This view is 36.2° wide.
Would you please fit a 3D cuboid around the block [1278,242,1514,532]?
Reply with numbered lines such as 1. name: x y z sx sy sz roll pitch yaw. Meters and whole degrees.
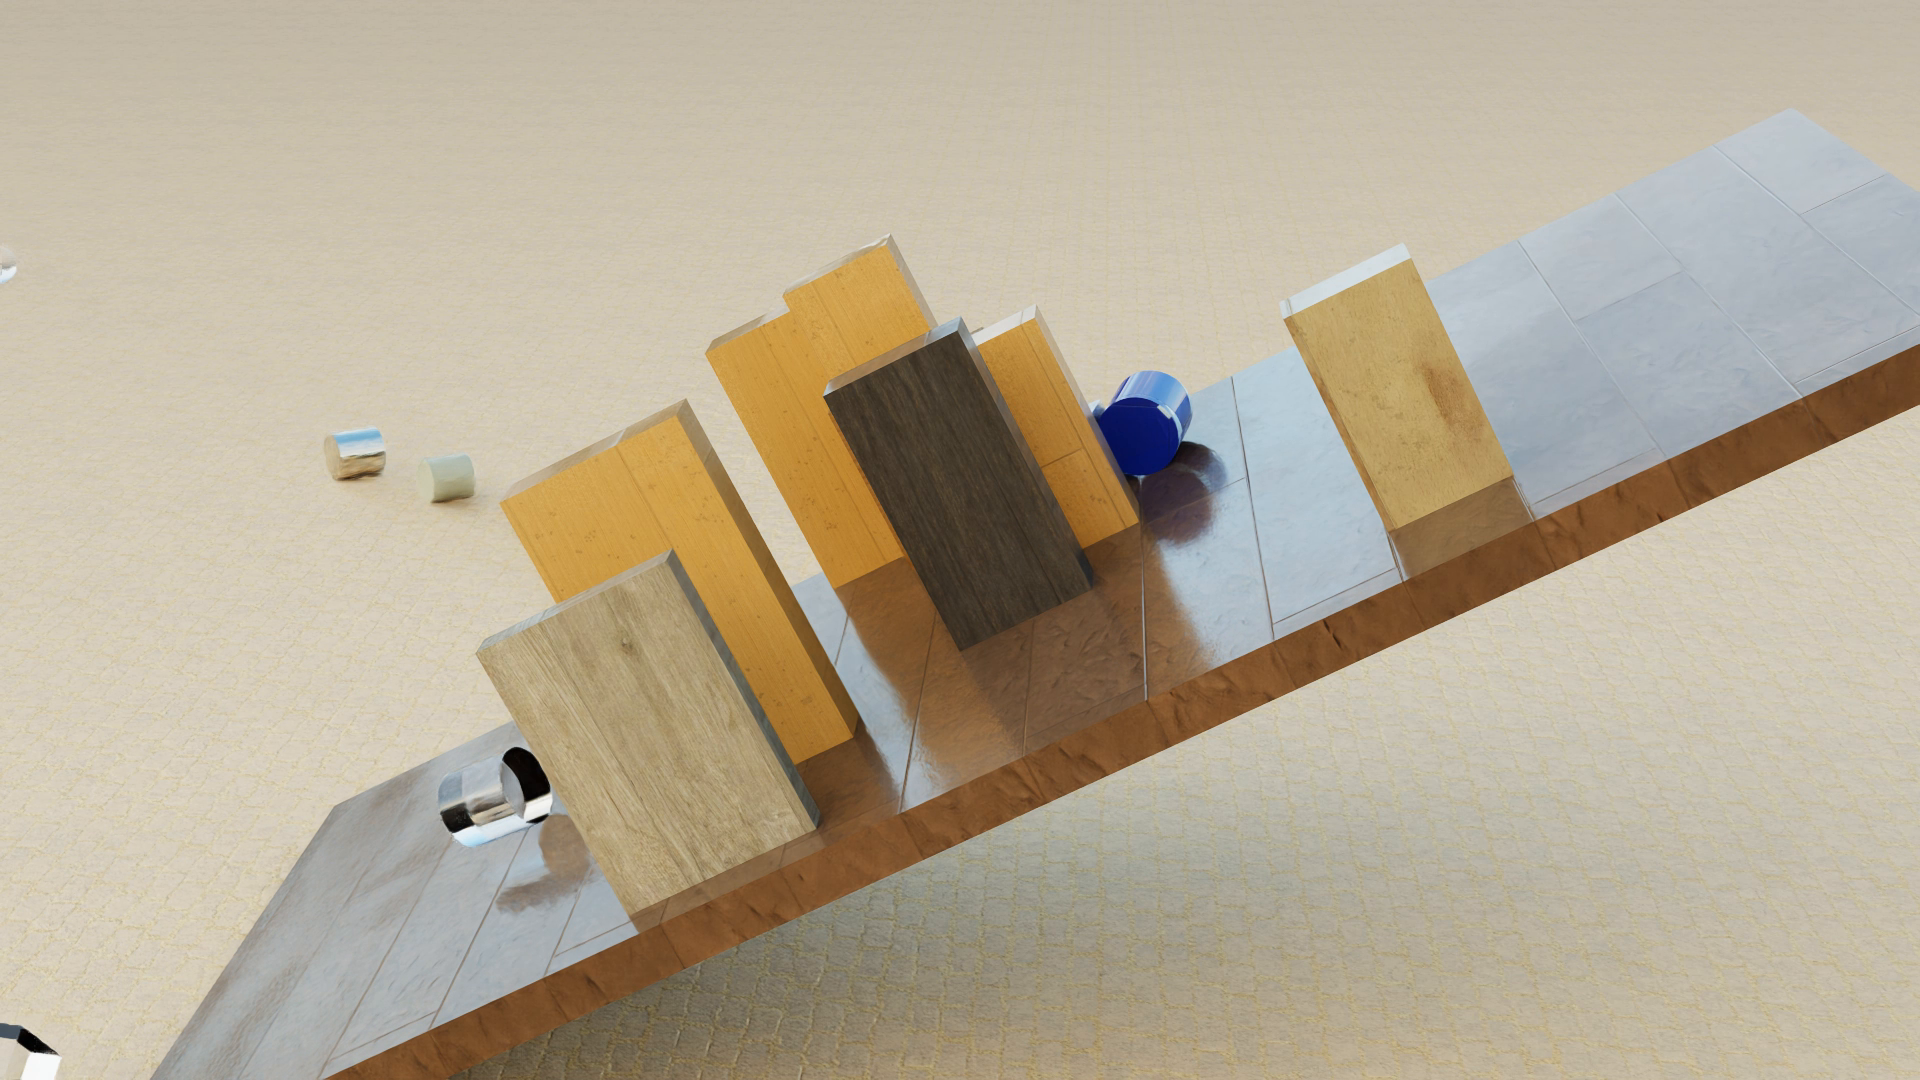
1. block: 0.808 -0.282 5.453 0.254 0.453 0.144 -26 14 10

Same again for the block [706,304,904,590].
1. block: -0.343 -0.233 7.079 0.245 0.652 0.145 -26 14 10

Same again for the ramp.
1. ramp: 0.139 0.168 6.281 4.000 0.100 2.000 -26 14 10

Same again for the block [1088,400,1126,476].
1. block: 0.270 -0.192 6.766 0.170 0.170 0.170 -22 15 22

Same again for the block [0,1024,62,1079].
1. block: -1.998 1.105 6.052 0.179 0.179 0.179 5 61 15

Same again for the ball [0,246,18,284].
1. ball: -4.665 -1.335 14.252 0.184 0.184 0.184 0 17 0

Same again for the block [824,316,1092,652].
1. block: 0.001 -0.115 6.072 0.307 0.609 0.138 -26 14 10

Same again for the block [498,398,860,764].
1. block: -0.559 0.142 5.932 0.402 0.746 0.141 -26 14 10

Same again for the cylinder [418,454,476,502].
1. cylinder: -1.854 -0.223 10.613 0.158 0.158 0.158 -10 20 -31

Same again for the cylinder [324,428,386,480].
1. cylinder: -2.245 -0.322 10.914 0.173 0.173 0.173 -10 20 -30

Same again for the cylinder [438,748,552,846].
1. cylinder: -1.027 0.568 6.494 0.176 0.176 0.176 -21 7 25

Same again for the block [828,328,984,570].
1. block: -0.030 -0.213 6.880 0.396 0.425 0.131 -26 14 10

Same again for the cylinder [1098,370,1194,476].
1. cylinder: 0.422 -0.268 6.710 0.188 0.188 0.188 5 25 15

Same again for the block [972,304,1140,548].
1. block: 0.118 -0.200 6.382 0.354 0.503 0.141 -26 14 10

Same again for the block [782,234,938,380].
1. block: -0.089 -0.260 6.420 0.251 0.777 0.127 -26 14 10

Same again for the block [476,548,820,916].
1. block: -0.580 0.363 5.506 0.405 0.585 0.081 -26 14 10
